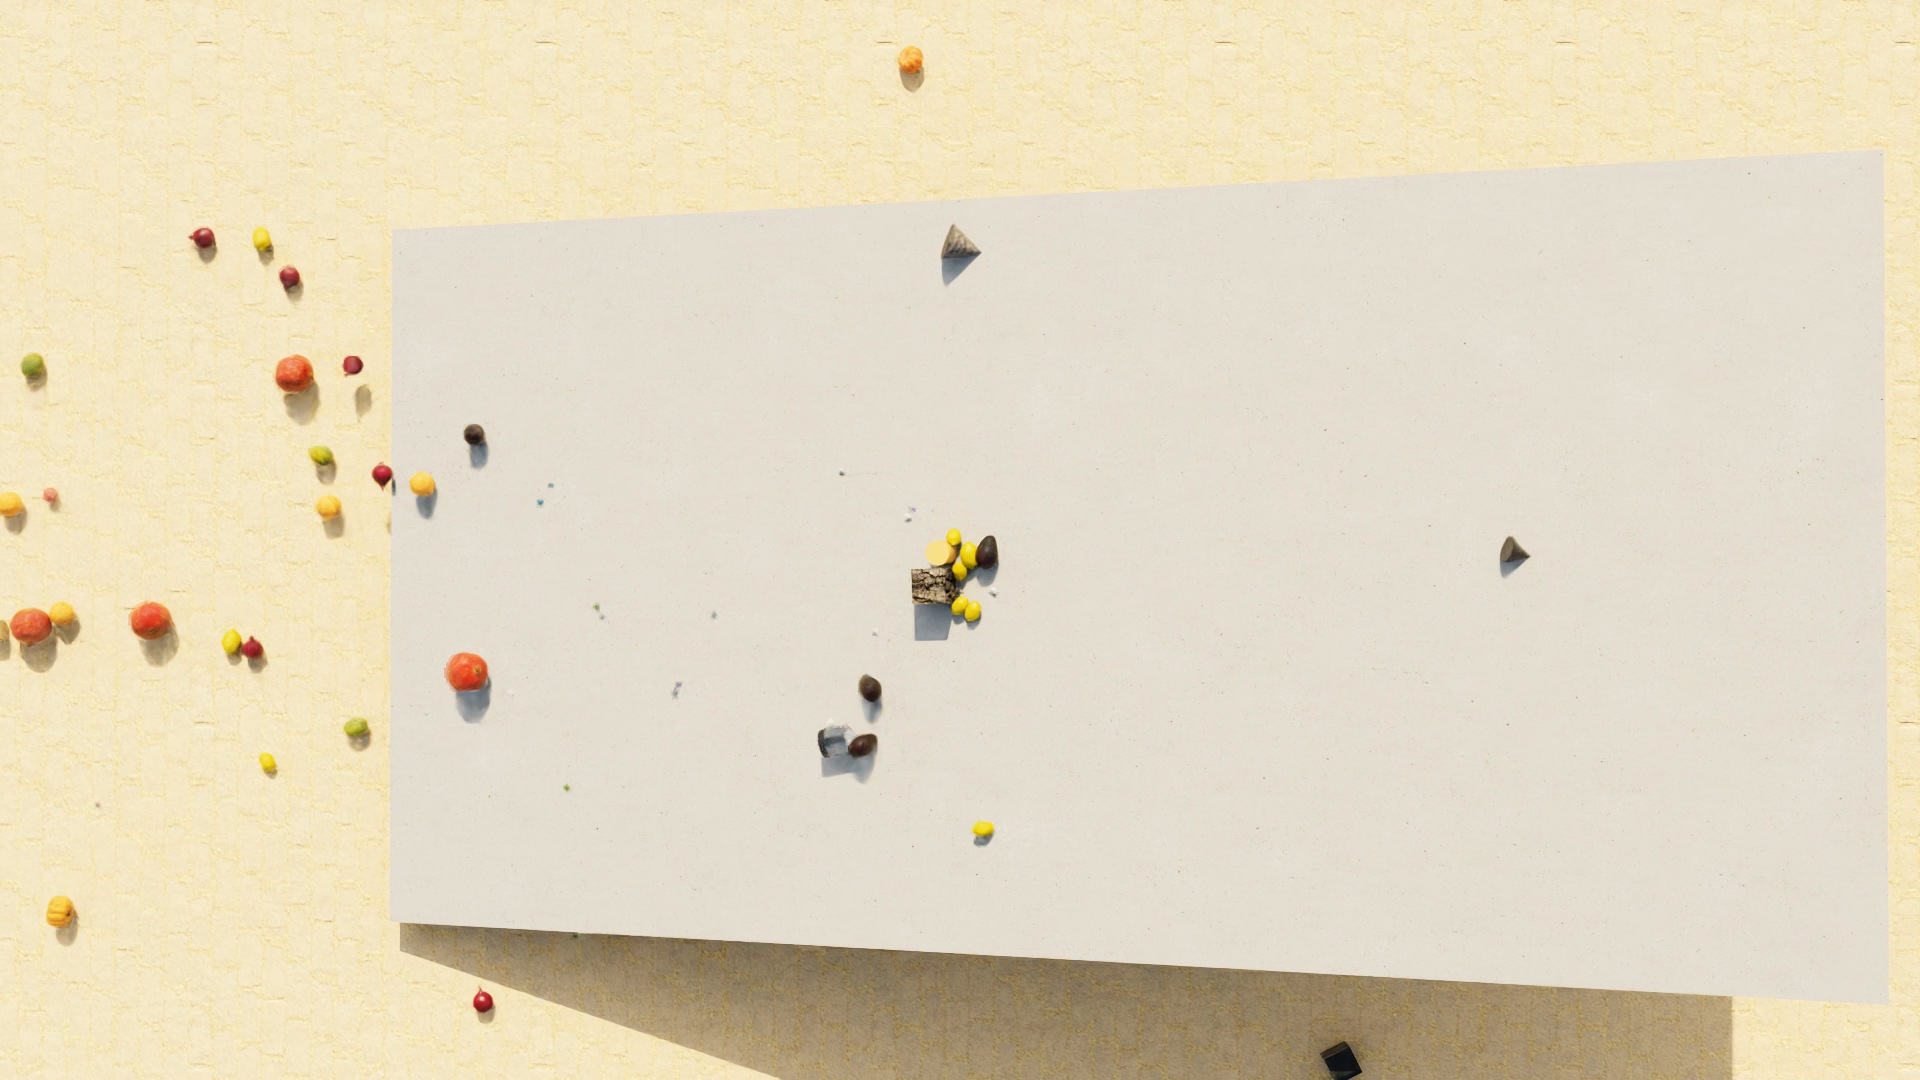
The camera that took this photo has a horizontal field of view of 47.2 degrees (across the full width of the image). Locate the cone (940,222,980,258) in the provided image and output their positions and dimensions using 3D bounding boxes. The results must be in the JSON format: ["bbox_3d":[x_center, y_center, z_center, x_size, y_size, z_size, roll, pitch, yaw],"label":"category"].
[{"bbox_3d":[0.013,-0.777,5.817,0.099,0.099,0.099,18,89,-10],"label":"cone"}]

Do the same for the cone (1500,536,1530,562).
[{"bbox_3d":[1.368,0.030,5.380,0.066,0.066,0.066,17,89,-10],"label":"cone"}]

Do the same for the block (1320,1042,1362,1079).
[{"bbox_3d":[1.107,1.520,6.391,0.082,0.082,0.082,-27,89,0],"label":"block"}]

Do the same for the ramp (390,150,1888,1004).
[{"bbox_3d":[0.275,0.093,5.796,4.000,0.100,2.000,0,89,18],"label":"ramp"}]

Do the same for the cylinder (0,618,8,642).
[{"bbox_3d":[-2.816,0.267,6.421,0.059,0.059,0.059,-13,99,0],"label":"cylinder"}]

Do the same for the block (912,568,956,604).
[{"bbox_3d":[-0.070,0.122,5.805,0.092,0.092,0.092,-2,89,18],"label":"block"}]

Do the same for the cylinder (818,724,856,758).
[{"bbox_3d":[-0.330,0.538,5.891,0.077,0.077,0.077,-12,89,17],"label":"cylinder"}]

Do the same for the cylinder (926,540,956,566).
[{"bbox_3d":[-0.050,0.035,5.814,0.065,0.065,0.065,0,89,18],"label":"cylinder"}]
